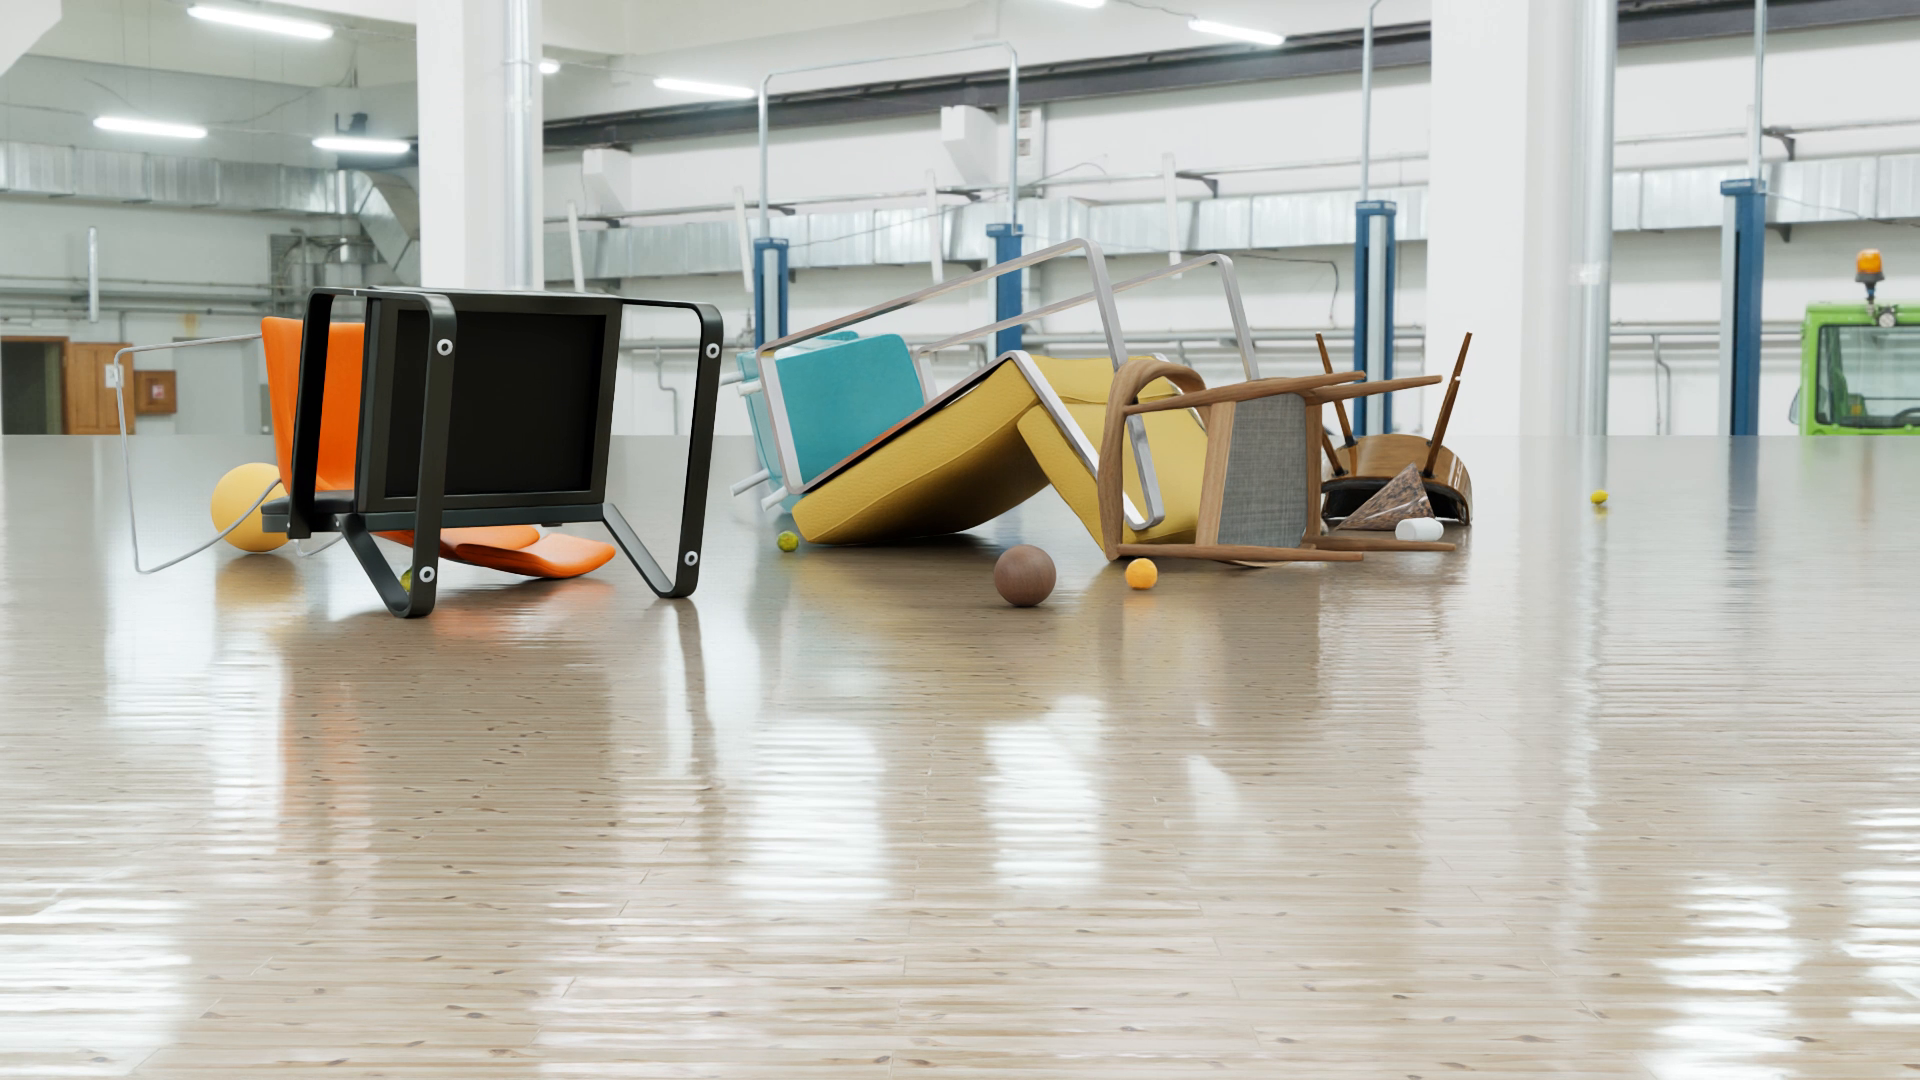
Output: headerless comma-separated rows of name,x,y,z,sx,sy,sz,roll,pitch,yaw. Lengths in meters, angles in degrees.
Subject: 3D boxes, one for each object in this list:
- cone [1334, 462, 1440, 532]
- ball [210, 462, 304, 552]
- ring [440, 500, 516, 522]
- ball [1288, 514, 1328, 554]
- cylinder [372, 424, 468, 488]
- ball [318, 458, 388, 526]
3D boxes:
cone,1.337,-0.086,6.997,0.311,0.264,0.130,-20,-32,12
ball,-1.927,-0.089,6.036,0.248,0.248,0.248,0,4,0
ring,-1.648,-0.099,7.511,0.256,0.067,0.258,-4,7,-42
ball,0.954,-0.018,6.017,0.109,0.109,0.109,0,4,0
cylinder,-1.200,-0.186,4.889,0.170,0.076,0.130,-10,-36,29
ball,-1.992,-0.158,7.225,0.223,0.223,0.223,0,4,0
